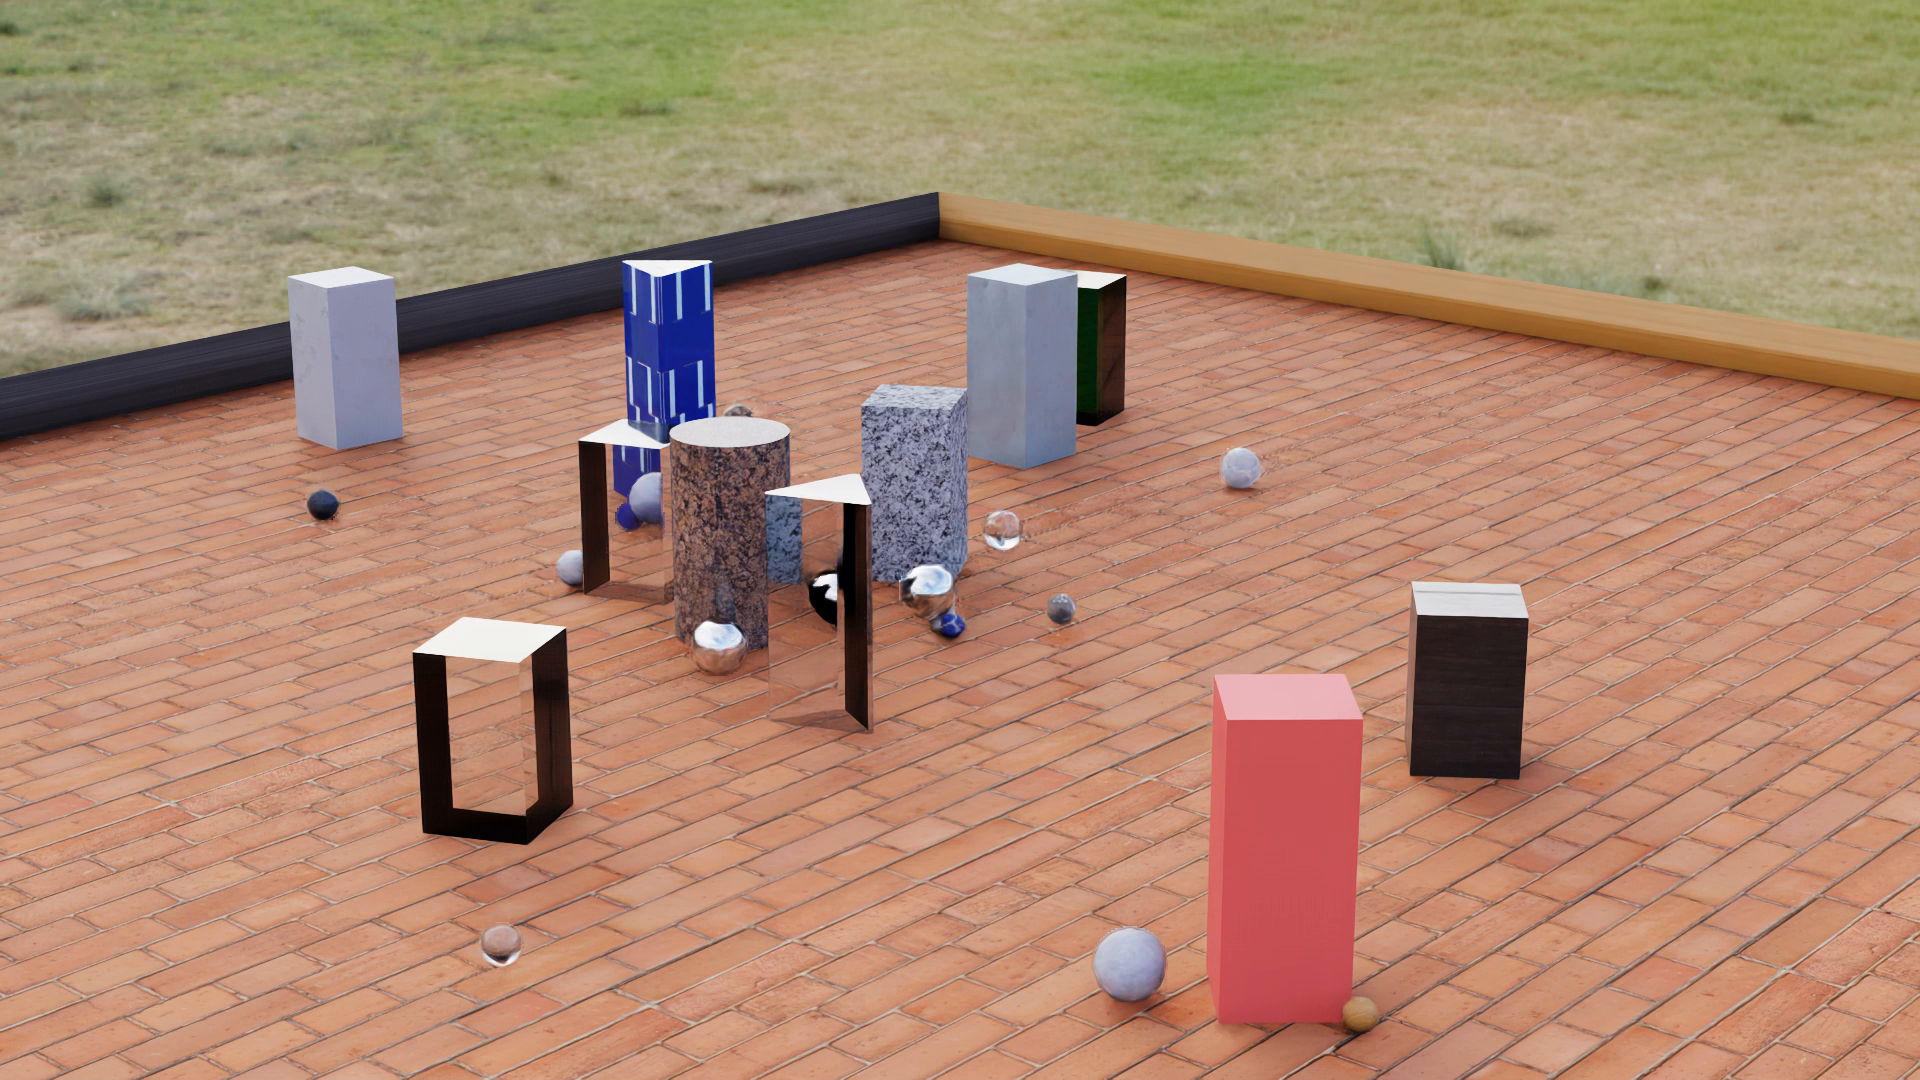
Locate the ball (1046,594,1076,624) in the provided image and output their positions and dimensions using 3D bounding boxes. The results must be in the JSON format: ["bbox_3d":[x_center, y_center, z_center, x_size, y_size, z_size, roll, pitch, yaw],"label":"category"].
[{"bbox_3d":[0.171,0.117,4.981,0.050,0.050,0.050,0,17,0],"label":"ball"}]

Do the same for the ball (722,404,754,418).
[{"bbox_3d":[-0.467,-0.251,6.168,0.068,0.068,0.068,0,17,0],"label":"ball"}]

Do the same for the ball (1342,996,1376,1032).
[{"bbox_3d":[0.477,0.566,3.502,0.042,0.042,0.042,0,17,0],"label":"ball"}]

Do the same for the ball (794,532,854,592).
[{"bbox_3d":[-0.229,0.037,4.930,0.099,0.099,0.099,0,17,0],"label":"ball"}]

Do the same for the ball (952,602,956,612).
[{"bbox_3d":[-0.030,0.114,4.996,0.046,0.046,0.046,0,17,0],"label":"ball"}]

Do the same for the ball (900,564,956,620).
[{"bbox_3d":[-0.052,0.086,4.896,0.094,0.094,0.094,0,17,0],"label":"ball"}]

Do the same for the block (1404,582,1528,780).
[{"bbox_3d":[0.747,0.206,4.338,0.159,0.249,0.159,2,17,5],"label":"block"}]

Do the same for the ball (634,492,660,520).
[{"bbox_3d":[-0.594,-0.063,5.571,0.054,0.054,0.054,0,17,0],"label":"ball"}]

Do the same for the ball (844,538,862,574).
[{"bbox_3d":[-0.198,0.029,5.243,0.066,0.066,0.066,0,17,0],"label":"ball"}]

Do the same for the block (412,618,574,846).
[{"bbox_3d":[-0.652,0.266,4.109,0.159,0.267,0.159,5,17,16],"label":"block"}]

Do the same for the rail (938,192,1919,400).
[{"bbox_3d":[1.593,-0.497,6.876,4.422,0.129,0.045,14,22,39],"label":"rail"}]

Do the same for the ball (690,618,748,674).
[{"bbox_3d":[-0.389,0.171,4.729,0.092,0.092,0.092,0,17,0],"label":"ball"}]

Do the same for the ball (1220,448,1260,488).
[{"bbox_3d":[0.554,-0.142,5.787,0.080,0.080,0.080,0,17,0],"label":"ball"}]

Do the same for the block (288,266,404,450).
[{"bbox_3d":[-1.284,-0.382,6.129,0.159,0.342,0.159,-15,22,-40],"label":"block"}]

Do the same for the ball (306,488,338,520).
[{"bbox_3d":[-1.212,-0.068,5.578,0.059,0.059,0.059,0,17,0],"label":"ball"}]

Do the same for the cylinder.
[{"bbox_3d":[-0.380,-0.012,4.888,0.199,0.349,0.199,0,17,0],"label":"cylinder"}]

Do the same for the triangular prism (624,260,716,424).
[{"bbox_3d":[-0.592,-0.319,5.742,0.149,0.446,0.172,10,19,29],"label":"triangular prism"}]

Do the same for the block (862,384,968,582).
[{"bbox_3d":[-0.079,-0.099,5.228,0.159,0.321,0.159,3,17,11],"label":"block"}]

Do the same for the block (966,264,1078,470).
[{"bbox_3d":[0.126,-0.356,5.983,0.159,0.378,0.159,15,22,40],"label":"block"}]

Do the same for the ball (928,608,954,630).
[{"bbox_3d":[-0.032,0.128,4.948,0.047,0.047,0.047,0,17,0],"label":"ball"}]

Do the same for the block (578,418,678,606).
[{"bbox_3d":[-0.554,-0.050,5.135,0.159,0.281,0.159,7,18,21],"label":"block"}]

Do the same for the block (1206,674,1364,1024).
[{"bbox_3d":[0.389,0.372,3.547,0.159,0.388,0.159,0,17,-1],"label":"block"}]

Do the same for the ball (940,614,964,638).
[{"bbox_3d":[-0.013,0.143,4.908,0.041,0.041,0.041,0,17,0],"label":"ball"}]

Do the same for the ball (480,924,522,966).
[{"bbox_3d":[-0.575,0.508,3.677,0.051,0.051,0.051,0,17,0],"label":"ball"}]

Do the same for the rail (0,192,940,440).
[{"bbox_3d":[-1.651,-0.381,6.493,0.045,0.129,4.906,14,22,39],"label":"rail"}]

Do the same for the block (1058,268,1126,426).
[{"bbox_3d":[0.253,-0.416,6.316,0.159,0.300,0.159,8,18,24],"label":"block"}]

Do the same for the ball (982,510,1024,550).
[{"bbox_3d":[0.079,-0.018,5.386,0.074,0.074,0.074,0,17,0],"label":"ball"}]

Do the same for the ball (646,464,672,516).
[{"bbox_3d":[-0.541,-0.094,5.511,0.098,0.098,0.098,0,17,0],"label":"ball"}]

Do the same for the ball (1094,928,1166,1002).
[{"bbox_3d":[0.207,0.519,3.578,0.089,0.089,0.089,0,17,0],"label":"ball"}]

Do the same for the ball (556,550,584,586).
[{"bbox_3d":[-0.682,0.049,5.180,0.064,0.064,0.064,0,17,0],"label":"ball"}]

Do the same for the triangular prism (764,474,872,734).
[{"bbox_3d":[-0.188,0.092,4.515,0.172,0.365,0.149,6,18,20],"label":"triangular prism"}]
